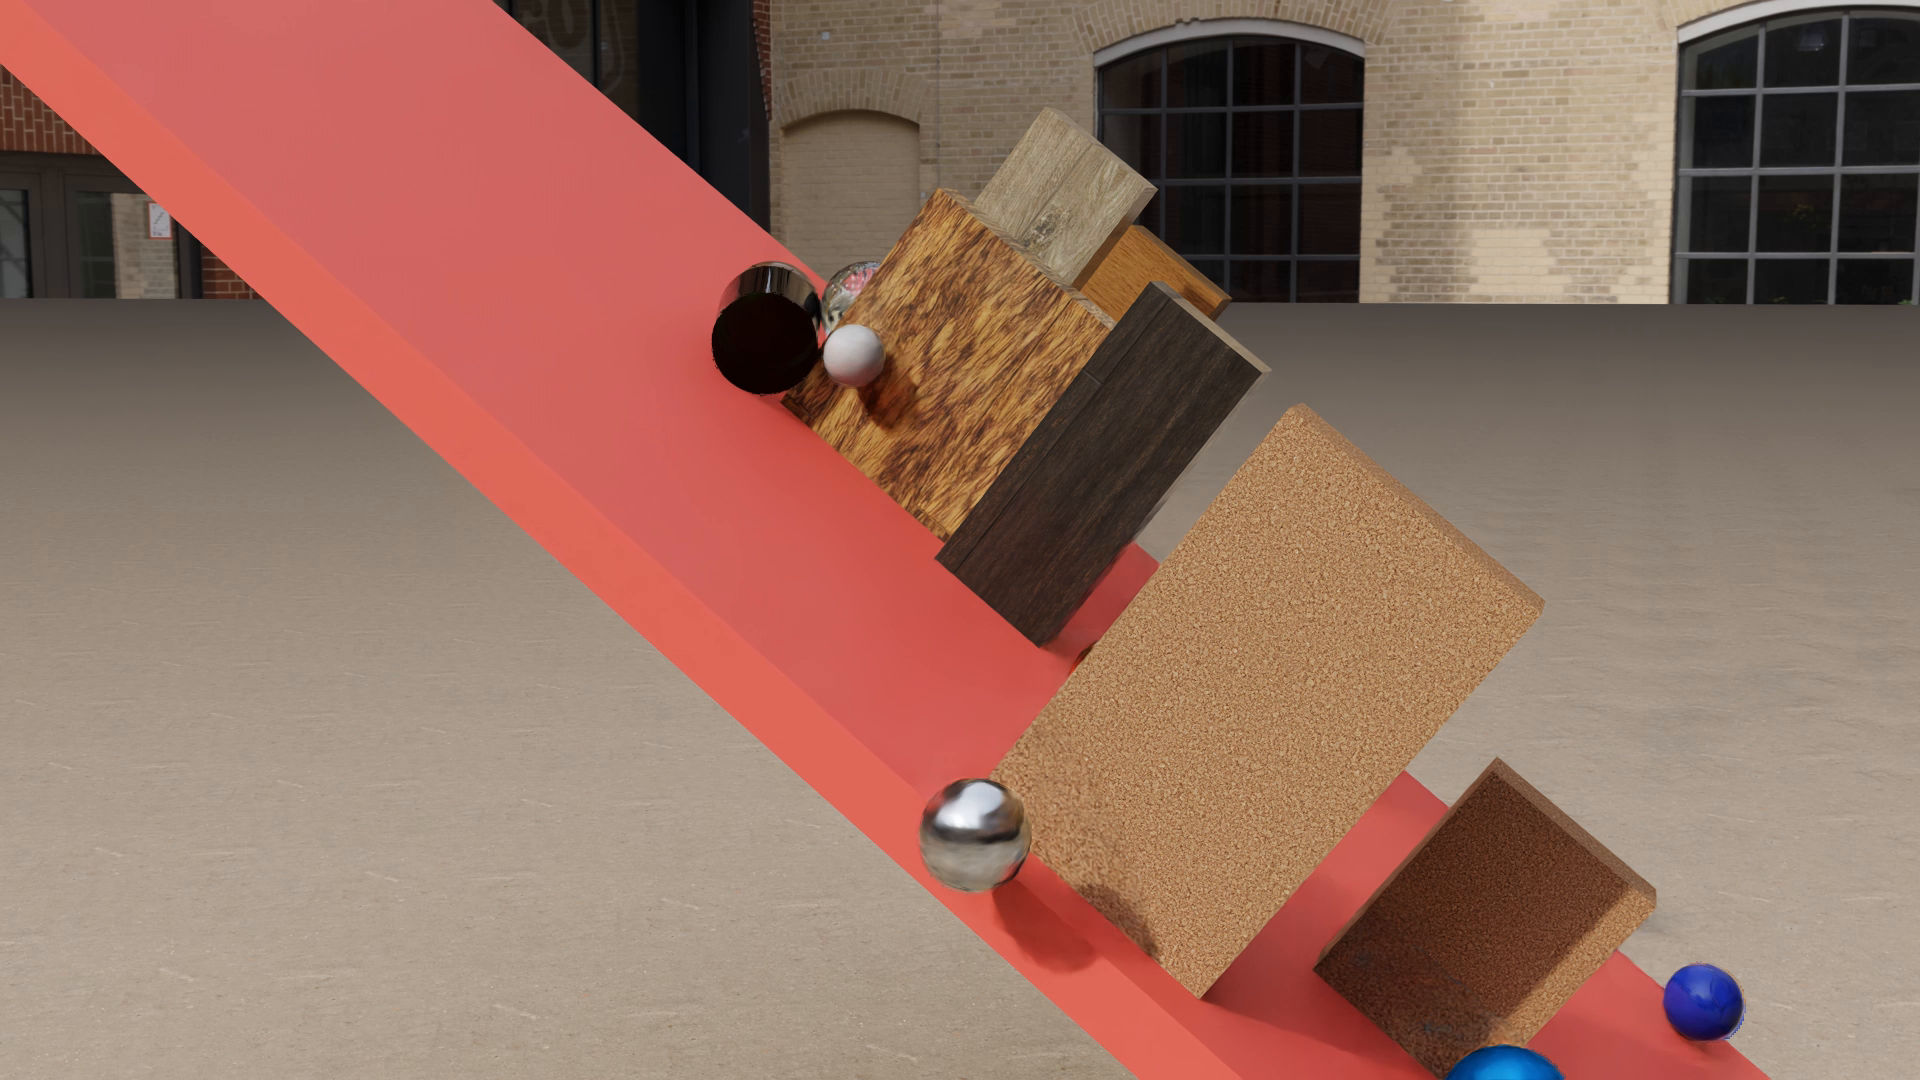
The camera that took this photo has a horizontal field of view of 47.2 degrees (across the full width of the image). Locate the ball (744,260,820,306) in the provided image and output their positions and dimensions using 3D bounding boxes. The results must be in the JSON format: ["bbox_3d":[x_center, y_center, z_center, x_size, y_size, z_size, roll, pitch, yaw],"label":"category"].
[{"bbox_3d":[-0.362,-0.450,4.262,0.181,0.181,0.181,0,7,0],"label":"ball"}]

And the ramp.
[{"bbox_3d":[-0.024,0.076,4.051,4.000,0.100,2.000,41,16,9],"label":"ramp"}]

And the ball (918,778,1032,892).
[{"bbox_3d":[0.020,0.386,2.878,0.149,0.149,0.149,0,7,0],"label":"ball"}]

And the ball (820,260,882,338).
[{"bbox_3d":[-0.175,-0.443,4.257,0.193,0.193,0.193,0,7,0],"label":"ball"}]

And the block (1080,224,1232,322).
[{"bbox_3d":[0.308,-0.380,4.801,0.254,0.573,0.124,41,16,9],"label":"block"}]

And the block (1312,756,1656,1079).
[{"bbox_3d":[0.814,0.607,3.424,0.312,0.431,0.104,41,16,9],"label":"block"}]

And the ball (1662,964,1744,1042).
[{"bbox_3d":[1.524,0.949,4.512,0.157,0.157,0.157,0,7,0],"label":"ball"}]

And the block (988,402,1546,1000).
[{"bbox_3d":[0.405,0.226,3.066,0.427,0.721,0.119,41,16,9],"label":"block"}]

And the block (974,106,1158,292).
[{"bbox_3d":[0.066,-0.489,4.338,0.251,0.705,0.115,41,16,9],"label":"block"}]

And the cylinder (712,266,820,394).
[{"bbox_3d":[-0.359,-0.391,4.085,0.193,0.193,0.193,0,21,-2],"label":"cylinder"}]

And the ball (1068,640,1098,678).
[{"bbox_3d":[0.250,0.233,3.353,0.177,0.177,0.177,0,7,0],"label":"ball"}]

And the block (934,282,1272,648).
[{"bbox_3d":[0.249,-0.132,3.886,0.249,0.628,0.111,41,16,9],"label":"block"}]

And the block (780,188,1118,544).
[{"bbox_3d":[-0.011,-0.316,4.064,0.430,0.502,0.110,41,16,9],"label":"block"}]

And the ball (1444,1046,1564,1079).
[{"bbox_3d":[0.790,0.832,3.180,0.197,0.197,0.197,0,7,0],"label":"ball"}]

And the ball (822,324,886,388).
[{"bbox_3d":[-0.192,-0.333,3.977,0.113,0.113,0.113,0,7,0],"label":"ball"}]
